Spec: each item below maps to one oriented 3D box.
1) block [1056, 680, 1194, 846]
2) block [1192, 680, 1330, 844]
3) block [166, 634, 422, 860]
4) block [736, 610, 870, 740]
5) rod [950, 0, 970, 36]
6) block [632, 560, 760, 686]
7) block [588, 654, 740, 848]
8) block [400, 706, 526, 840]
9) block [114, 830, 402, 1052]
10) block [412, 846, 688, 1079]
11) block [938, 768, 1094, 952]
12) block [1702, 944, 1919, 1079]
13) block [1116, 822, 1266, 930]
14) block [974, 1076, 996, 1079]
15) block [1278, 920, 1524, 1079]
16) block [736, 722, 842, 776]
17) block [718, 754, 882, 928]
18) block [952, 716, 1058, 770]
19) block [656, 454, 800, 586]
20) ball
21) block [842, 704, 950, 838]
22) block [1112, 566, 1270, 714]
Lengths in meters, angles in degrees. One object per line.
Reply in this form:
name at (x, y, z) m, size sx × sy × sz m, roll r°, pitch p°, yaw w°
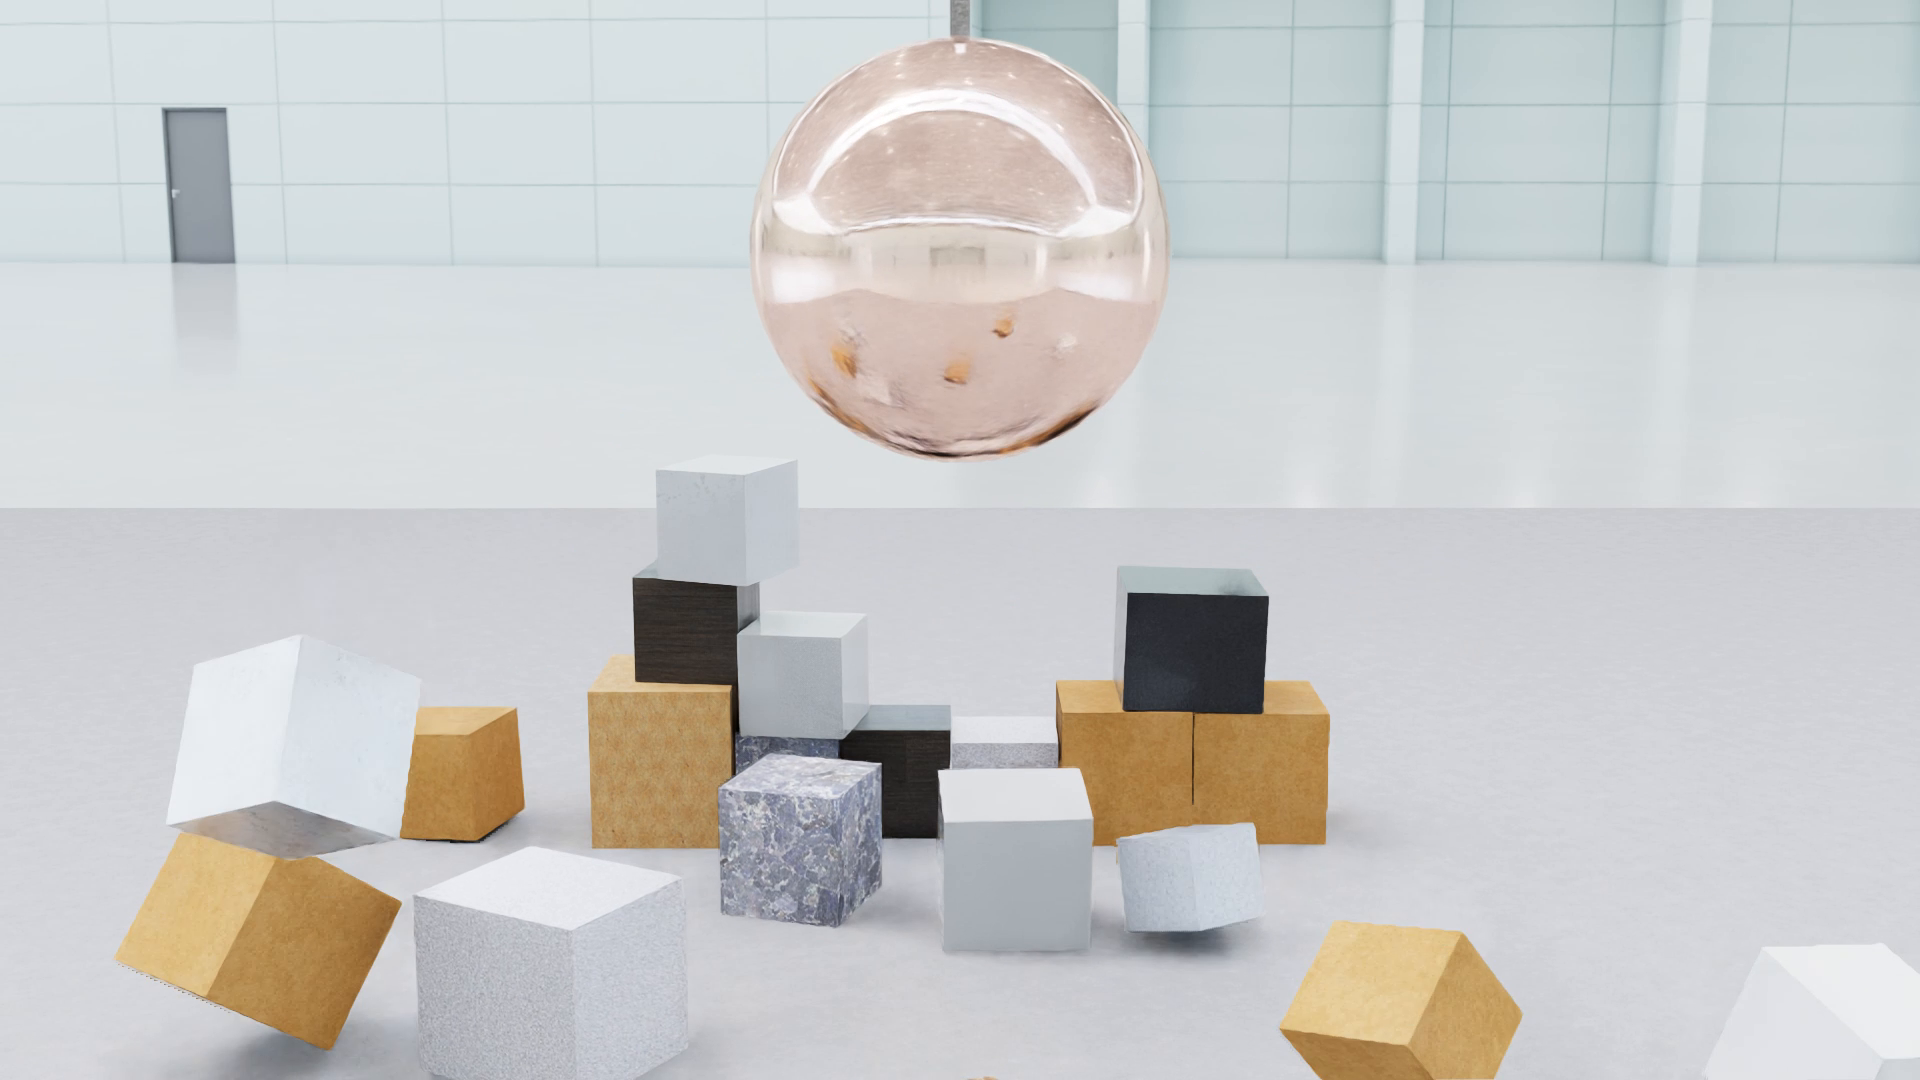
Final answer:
block at (0.836, 1.141, 11.356) m, size 0.653 × 0.692 × 0.670 m, roll 0°, pitch 10°, yaw 0°
block at (1.509, 1.142, 11.376) m, size 0.675 × 0.682 × 0.683 m, roll 0°, pitch 10°, yaw 0°
block at (-2.226, 0.707, 7.372) m, size 0.568 × 0.563 × 0.504 m, roll -15°, pitch -28°, yaw 34°
block at (-0.792, 0.680, 11.203) m, size 0.534 × 0.518 × 0.566 m, roll 1°, pitch 10°, yaw 11°
rod at (0.000, -4.369, 9.241) m, size 0.080 × 5.200 × 0.080 m, roll 0°, pitch -15°, yaw 0°
block at (-1.341, 0.413, 11.262) m, size 0.534 × 0.539 × 0.516 m, roll 1°, pitch 10°, yaw 7°
block at (-1.495, 1.079, 11.368) m, size 0.704 × 0.810 × 0.807 m, roll 0°, pitch 10°, yaw 0°
block at (-2.643, 1.198, 11.376) m, size 0.544 × 0.546 × 0.564 m, roll 0°, pitch 10°, yaw 15°
block at (-2.676, 1.496, 8.430) m, size 0.545 × 0.619 × 0.684 m, roll 10°, pitch -22°, yaw 34°
block at (-1.563, 1.664, 8.451) m, size 0.766 × 0.702 × 0.673 m, roll 6°, pitch 12°, yaw 29°
block at (0.235, 1.420, 9.813) m, size 0.646 × 0.626 × 0.545 m, roll -1°, pitch 18°, yaw -3°
block at (3.056, 1.793, 7.541) m, size 0.580 × 0.547 × 0.594 m, roll 4°, pitch 26°, yaw -26°
block at (1.020, 1.488, 9.721) m, size 0.445 × 0.407 × 0.425 m, roll -3°, pitch -6°, yaw -43°
block at (-0.058, 2.055, 7.010) m, size 0.510 × 0.449 × 0.518 m, roll -3°, pitch 11°, yaw -16°
block at (1.196, 1.304, 5.963) m, size 0.430 × 0.358 × 0.367 m, roll -5°, pitch 41°, yaw 49°
block at (-0.872, 1.196, 11.406) m, size 0.521 × 0.565 × 0.558 m, roll 0°, pitch 10°, yaw 0°
block at (-0.734, 1.388, 10.244) m, size 0.568 × 0.603 × 0.610 m, roll 3°, pitch 11°, yaw 17°
block at (0.230, 1.226, 11.422) m, size 0.538 × 0.501 × 0.516 m, roll 0°, pitch 10°, yaw 0°
block at (-1.165, -0.108, 11.078) m, size 0.496 × 0.552 × 0.575 m, roll 4°, pitch 11°, yaw 22°
ball at (0.000, -1.091, 8.341) m, size 1.600 × 1.600 × 1.600 m, roll 0°, pitch 10°, yaw 0°
block at (-0.325, 1.195, 11.399) m, size 0.552 × 0.570 × 0.505 m, roll 0°, pitch 10°, yaw 0°
block at (1.169, 0.501, 11.266) m, size 0.701 × 0.599 × 0.695 m, roll 2°, pitch 10°, yaw 0°
